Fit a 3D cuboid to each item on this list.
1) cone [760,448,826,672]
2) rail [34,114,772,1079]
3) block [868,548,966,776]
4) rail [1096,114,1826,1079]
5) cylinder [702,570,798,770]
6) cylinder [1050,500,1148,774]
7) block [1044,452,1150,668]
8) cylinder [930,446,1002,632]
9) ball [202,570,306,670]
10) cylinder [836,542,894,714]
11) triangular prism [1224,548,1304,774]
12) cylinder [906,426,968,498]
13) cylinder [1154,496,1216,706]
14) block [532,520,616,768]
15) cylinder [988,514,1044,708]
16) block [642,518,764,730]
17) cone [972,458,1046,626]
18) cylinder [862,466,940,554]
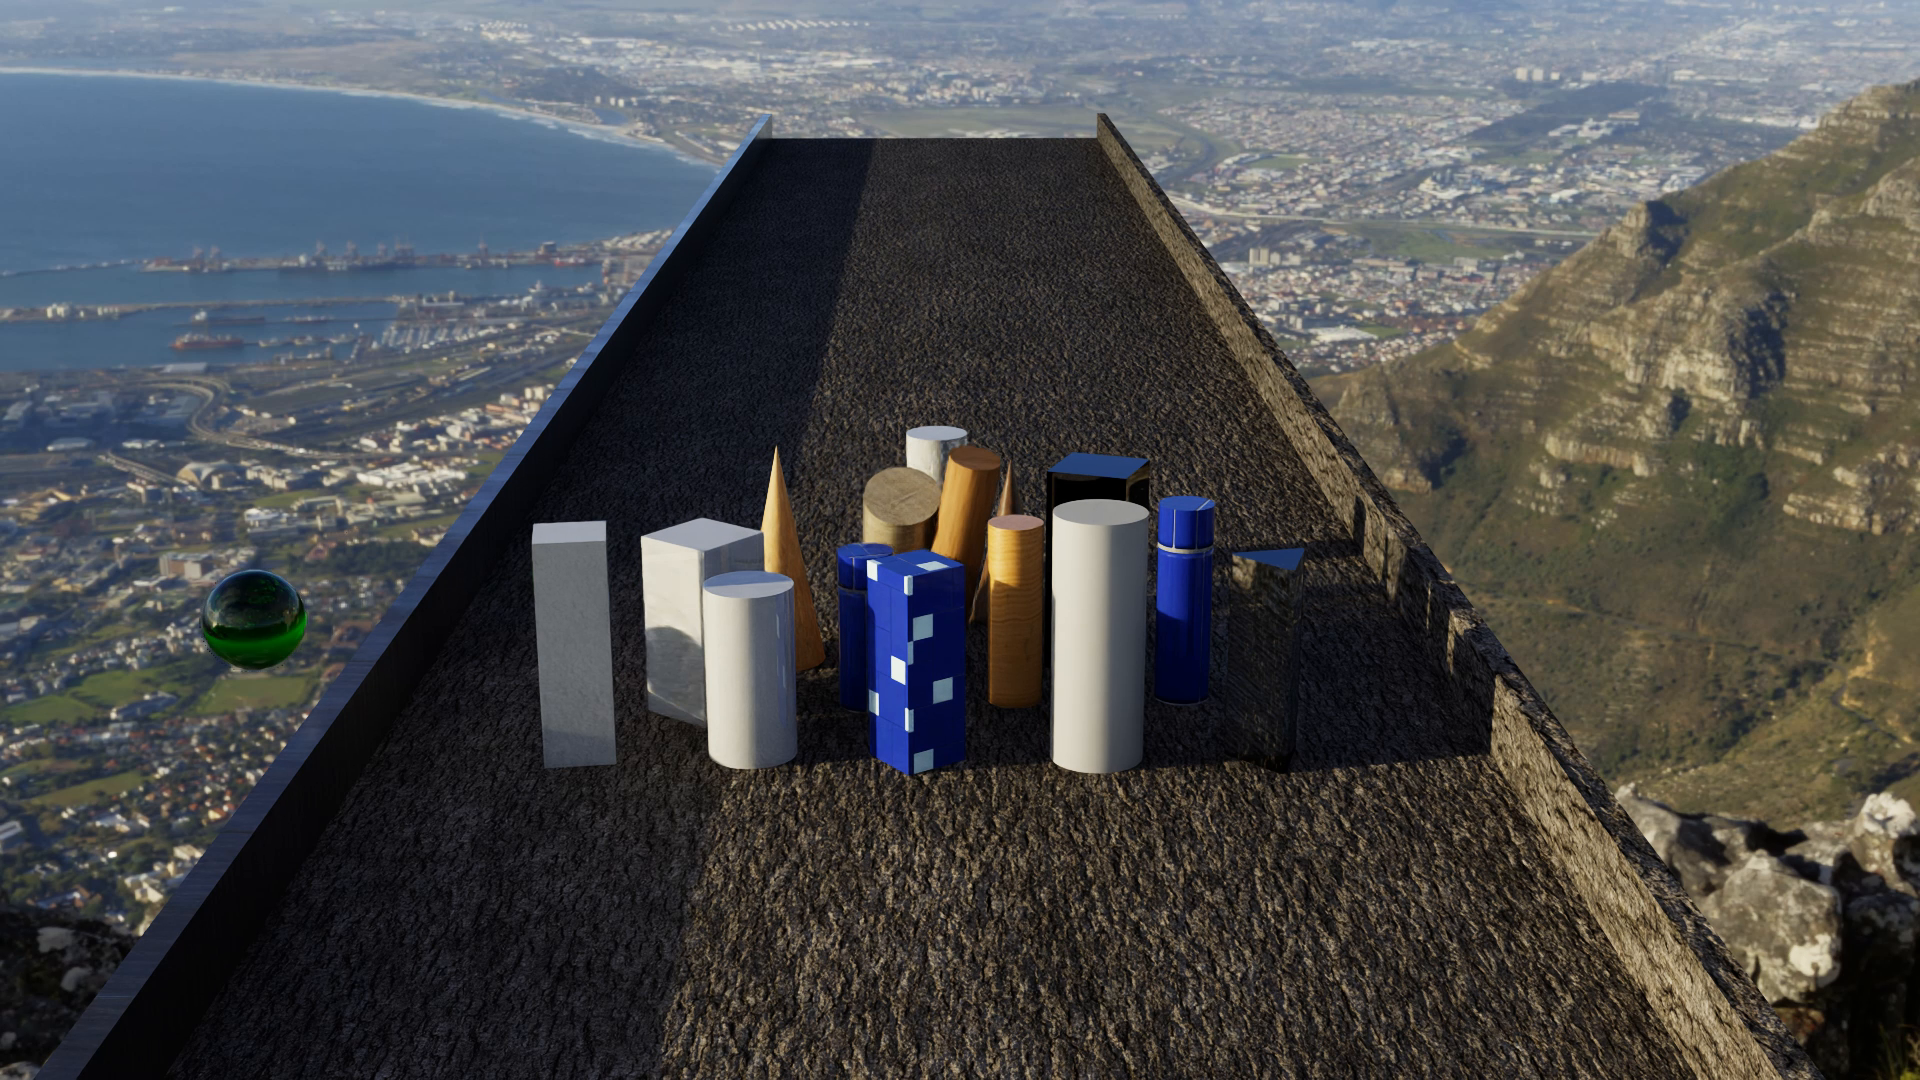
[{"bbox_3d":[-0.359,0.025,4.366,0.176,0.442,0.176,0,17,0],"label":"cone"},{"bbox_3d":[-1.118,-0.838,7.780,0.050,0.150,12.000,0,17,-1],"label":"rail"},{"bbox_3d":[-0.076,0.213,3.873,0.122,0.363,0.122,-12,20,-34],"label":"block"},{"bbox_3d":[0.932,-0.844,7.801,0.050,0.150,12.000,0,17,-1],"label":"rail"},{"bbox_3d":[-0.371,0.229,3.901,0.160,0.316,0.160,0,17,0],"label":"cylinder"},{"bbox_3d":[0.243,0.168,3.867,0.166,0.453,0.166,0,17,0],"label":"cylinder"},{"bbox_3d":[0.272,0.047,4.362,0.161,0.403,0.161,6,18,20],"label":"block"},{"bbox_3d":[-0.009,0.037,4.301,0.101,0.446,0.101,9,28,-5],"label":"cylinder"},{"bbox_3d":[-1.235,0.139,3.848,0.176,0.176,0.176,0,17,0],"label":"ball"},{"bbox_3d":[-0.176,0.165,4.139,0.106,0.303,0.106,0,17,0],"label":"cylinder"},{"bbox_3d":[0.562,0.205,3.882,0.117,0.374,0.135,-15,22,-41],"label":"triangular prism"},{"bbox_3d":[-0.051,-0.075,4.894,0.134,0.334,0.134,0,17,0],"label":"cylinder"},{"bbox_3d":[0.424,0.115,4.165,0.105,0.384,0.105,0,17,0],"label":"cylinder"},{"bbox_3d":[-0.679,0.184,3.884,0.126,0.413,0.126,-2,17,-8],"label":"block"},{"bbox_3d":[0.104,0.135,4.156,0.105,0.351,0.105,0,17,0],"label":"cylinder"},{"bbox_3d":[-0.475,0.154,4.108,0.159,0.343,0.159,12,21,36],"label":"block"},{"bbox_3d":[0.106,-0.004,4.629,0.165,0.348,0.165,0,17,0],"label":"cone"},{"bbox_3d":[-0.122,0.034,4.415,0.150,0.377,0.150,2,50,-2],"label":"cylinder"}]
